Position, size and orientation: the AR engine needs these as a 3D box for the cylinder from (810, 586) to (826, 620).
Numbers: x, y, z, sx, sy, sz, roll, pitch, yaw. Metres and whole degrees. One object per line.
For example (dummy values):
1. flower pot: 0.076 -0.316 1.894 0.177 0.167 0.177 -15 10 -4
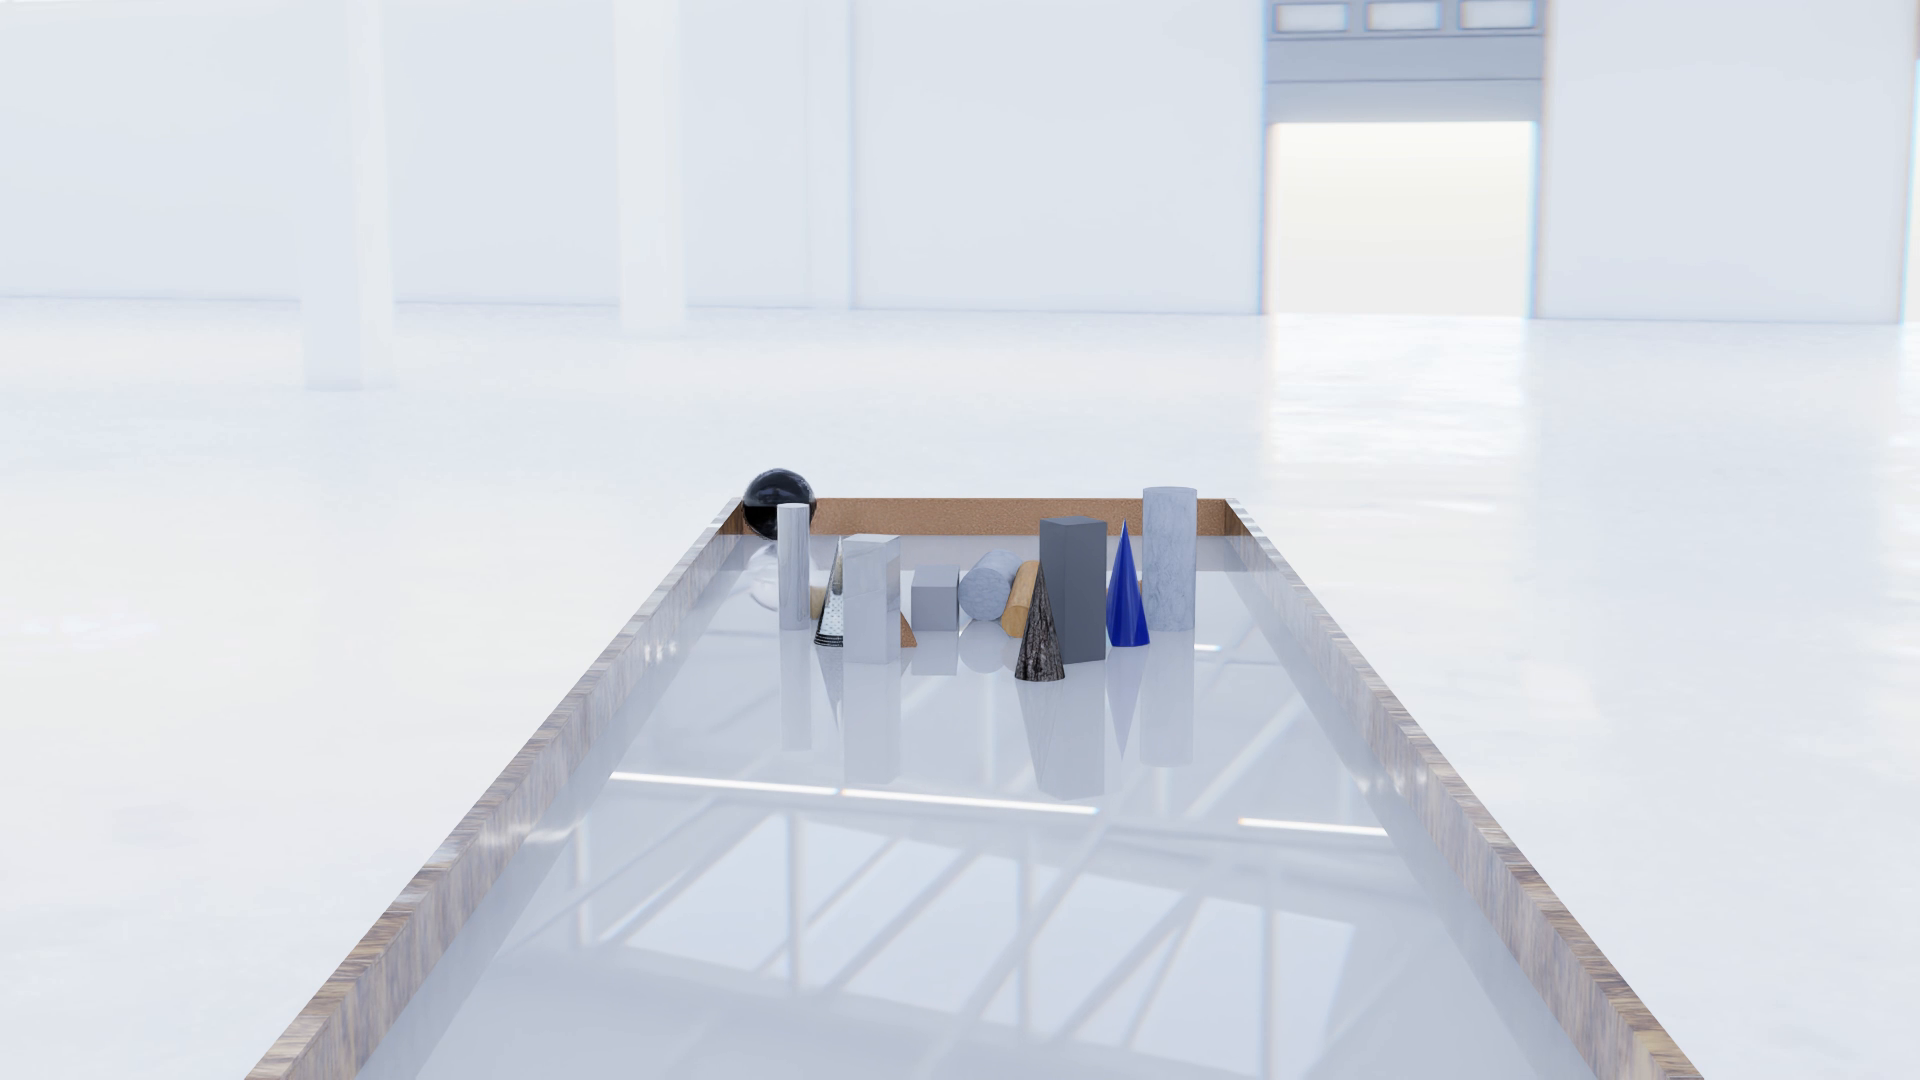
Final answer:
1. cylinder: -0.408 0.211 7.320 0.355 0.113 0.113 2 9 15

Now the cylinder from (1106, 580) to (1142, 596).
1. cylinder: 0.574 0.198 7.424 0.105 0.105 0.396 7 12 39

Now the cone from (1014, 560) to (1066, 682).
1. cone: 0.235 0.226 6.450 0.150 0.354 0.150 0 9 0

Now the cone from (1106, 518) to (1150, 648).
1. cone: 0.518 0.125 6.946 0.173 0.400 0.173 0 9 0

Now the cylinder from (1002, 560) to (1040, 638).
1. cylinder: 0.217 0.191 7.222 0.111 0.111 0.438 1 19 8

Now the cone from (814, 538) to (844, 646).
1. cone: -0.378 0.152 6.953 0.174 0.344 0.174 0 9 0

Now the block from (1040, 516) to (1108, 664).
1. block: 0.343 0.150 6.701 0.148 0.425 0.148 -5 10 -29

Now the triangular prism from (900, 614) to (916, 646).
1. triangular prism: -0.218 0.251 7.029 0.135 0.117 0.316 -1 9 -6

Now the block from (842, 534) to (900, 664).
1. block: -0.268 0.178 6.691 0.139 0.374 0.139 3 9 16

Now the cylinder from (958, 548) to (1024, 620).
1. cylinder: 0.112 0.150 7.492 0.180 0.180 0.395 1 9 9

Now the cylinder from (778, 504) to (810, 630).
1. cylinder: -0.541 0.087 7.173 0.104 0.403 0.104 0 9 0

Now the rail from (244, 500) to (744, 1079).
1. rail: -1.004 0.839 3.234 0.050 0.150 12.000 0 9 1

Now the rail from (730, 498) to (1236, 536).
1. rail: 0.099 -0.098 9.147 2.100 0.150 0.050 0 9 1

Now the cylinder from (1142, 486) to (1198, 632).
1. cylinder: 0.683 0.061 7.182 0.176 0.453 0.176 0 9 0

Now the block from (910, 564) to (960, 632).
1. block: -0.080 0.191 7.338 0.147 0.147 0.424 0 9 1

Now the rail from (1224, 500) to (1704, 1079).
1. rail: 1.046 0.843 3.208 0.050 0.150 12.000 0 9 1

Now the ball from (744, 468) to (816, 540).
1. ball: -0.736 -0.145 8.974 0.297 0.297 0.297 0 9 0
